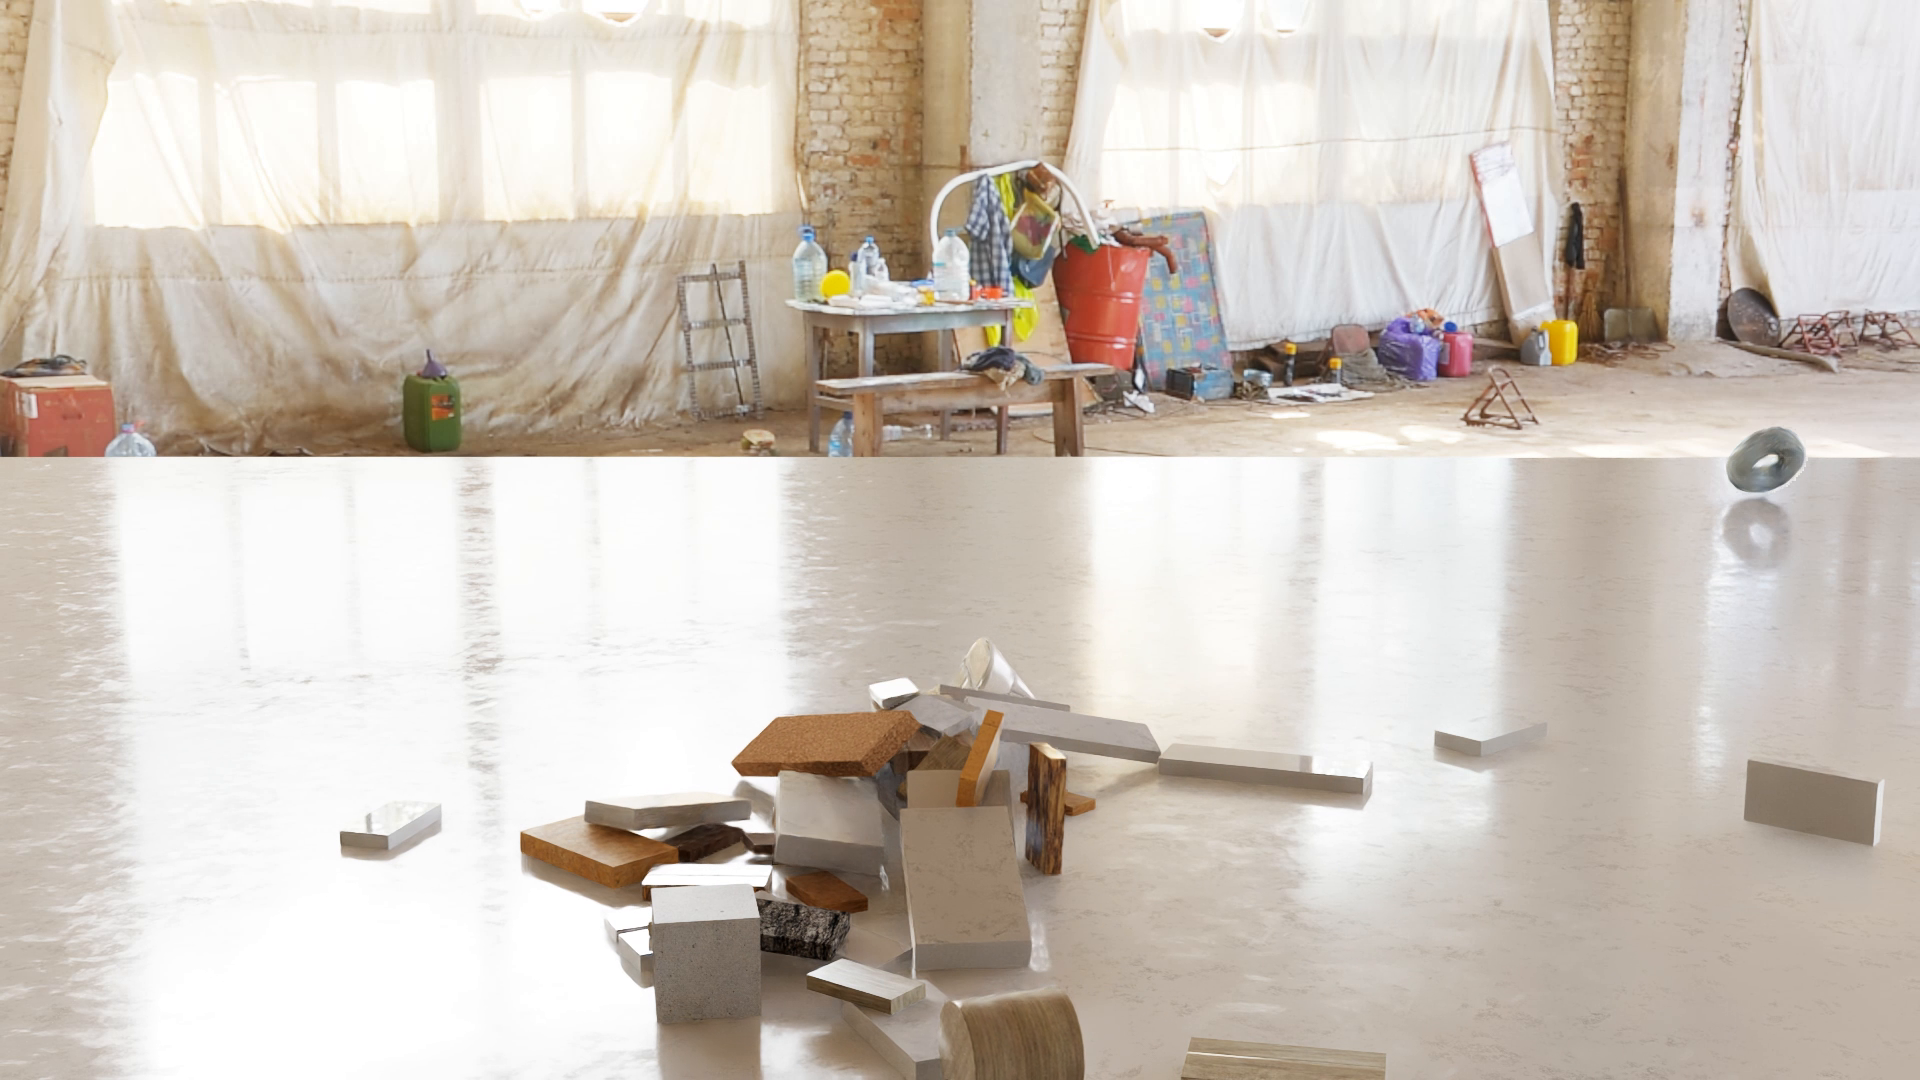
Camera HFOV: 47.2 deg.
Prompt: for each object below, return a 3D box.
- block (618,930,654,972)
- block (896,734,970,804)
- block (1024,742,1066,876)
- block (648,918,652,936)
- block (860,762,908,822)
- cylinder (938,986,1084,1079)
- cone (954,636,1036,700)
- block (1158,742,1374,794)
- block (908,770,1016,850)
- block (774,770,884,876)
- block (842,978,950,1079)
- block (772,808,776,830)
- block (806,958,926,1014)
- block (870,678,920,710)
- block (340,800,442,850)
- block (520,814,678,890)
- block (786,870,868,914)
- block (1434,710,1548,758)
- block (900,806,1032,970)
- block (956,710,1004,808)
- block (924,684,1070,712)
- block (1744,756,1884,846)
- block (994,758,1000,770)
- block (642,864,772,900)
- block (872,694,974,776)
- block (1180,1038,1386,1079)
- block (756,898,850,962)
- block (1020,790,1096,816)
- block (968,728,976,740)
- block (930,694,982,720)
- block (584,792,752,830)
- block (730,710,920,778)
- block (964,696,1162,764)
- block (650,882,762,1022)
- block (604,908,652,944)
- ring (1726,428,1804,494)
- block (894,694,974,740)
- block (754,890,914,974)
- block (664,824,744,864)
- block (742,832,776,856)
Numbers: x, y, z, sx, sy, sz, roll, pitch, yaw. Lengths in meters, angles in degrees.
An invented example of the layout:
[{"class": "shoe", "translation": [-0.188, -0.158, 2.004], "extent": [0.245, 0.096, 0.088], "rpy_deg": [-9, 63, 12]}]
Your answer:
[{"class": "block", "translation": [-0.420, 0.624, 3.411], "extent": [0.194, 0.028, 0.097], "rpy_deg": [-6, 12, -27]}, {"class": "block", "translation": [-0.040, 0.420, 3.915], "extent": [0.075, 0.021, 0.149], "rpy_deg": [32, 56, 16]}, {"class": "block", "translation": [0.147, 0.462, 3.788], "extent": [0.029, 0.206, 0.103], "rpy_deg": [-1, 10, -18]}, {"class": "block", "translation": [-0.435, 0.589, 3.466], "extent": [0.078, 0.022, 0.156], "rpy_deg": [-1, 8, 6]}, {"class": "block", "translation": [-0.115, 0.423, 4.178], "extent": [0.154, 0.044, 0.309], "rpy_deg": [-13, 27, -23]}, {"class": "cylinder", "translation": [0.065, 0.665, 2.861], "extent": [0.148, 0.148, 0.148], "rpy_deg": [-4, 11, -19]}, {"class": "cone", "translation": [0.101, 0.329, 4.852], "extent": [0.178, 0.178, 0.178], "rpy_deg": [25, 3, -17]}, {"class": "block", "translation": [0.602, 0.449, 4.336], "extent": [0.405, 0.033, 0.117], "rpy_deg": [4, 11, 19]}, {"class": "block", "translation": [0.002, 0.508, 3.668], "extent": [0.177, 0.050, 0.354], "rpy_deg": [0, 30, -2]}, {"class": "block", "translation": [-0.231, 0.488, 3.830], "extent": [0.177, 0.050, 0.354], "rpy_deg": [8, 11, -6]}, {"class": "block", "translation": [-0.055, 0.684, 3.062], "extent": [0.130, 0.037, 0.261], "rpy_deg": [-5, 12, -25]}, {"class": "block", "translation": [-0.266, 0.519, 3.848], "extent": [0.097, 0.028, 0.194], "rpy_deg": [7, 11, -14]}, {"class": "block", "translation": [-0.135, 0.638, 3.147], "extent": [0.156, 0.022, 0.078], "rpy_deg": [8, 13, 37]}, {"class": "block", "translation": [-0.125, 0.294, 4.217], "extent": [0.075, 0.021, 0.149], "rpy_deg": [-12, 8, -10]}, {"class": "block", "translation": [-1.032, 0.516, 3.994], "extent": [0.097, 0.028, 0.194], "rpy_deg": [3, 11, 15]}, {"class": "block", "translation": [-0.630, 0.540, 3.829], "extent": [0.275, 0.039, 0.137], "rpy_deg": [10, 15, 44]}, {"class": "block", "translation": [-0.221, 0.585, 3.636], "extent": [0.077, 0.022, 0.154], "rpy_deg": [-6, 12, -29]}, {"class": "block", "translation": [1.107, 0.403, 4.585], "extent": [0.233, 0.033, 0.117], "rpy_deg": [-9, 14, -41]}, {"class": "block", "translation": [0.004, 0.546, 3.485], "extent": [0.177, 0.050, 0.354], "rpy_deg": [-1, 28, -5]}, {"class": "block", "translation": [0.032, 0.387, 3.722], "extent": [0.029, 0.103, 0.206], "rpy_deg": [13, 31, 8]}, {"class": "block", "translation": [0.063, 0.352, 4.490], "extent": [0.290, 0.041, 0.145], "rpy_deg": [11, -21, -21]}, {"class": "block", "translation": [1.546, 0.472, 3.987], "extent": [0.233, 0.117, 0.033], "rpy_deg": [9, 14, 39]}, {"class": "block", "translation": [-0.001, 0.473, 3.964], "extent": [0.154, 0.044, 0.309], "rpy_deg": [-2, 25, -2]}, {"class": "block", "translation": [-0.421, 0.574, 3.678], "extent": [0.203, 0.029, 0.102], "rpy_deg": [0, 11, 3]}, {"class": "block", "translation": [-0.069, 0.362, 4.112], "extent": [0.154, 0.044, 0.309], "rpy_deg": [-4, 14, -9]}, {"class": "block", "translation": [0.429, 0.712, 2.910], "extent": [0.261, 0.037, 0.131], "rpy_deg": [2, 11, 12]}, {"class": "block", "translation": [-0.279, 0.588, 3.340], "extent": [0.203, 0.029, 0.102], "rpy_deg": [6, 20, 12]}, {"class": "block", "translation": [0.184, 0.492, 4.147], "extent": [0.131, 0.019, 0.066], "rpy_deg": [10, 14, 42]}, {"class": "block", "translation": [-0.003, 0.421, 4.285], "extent": [0.145, 0.041, 0.290], "rpy_deg": [1, 24, 3]}, {"class": "block", "translation": [-0.027, 0.321, 4.146], "extent": [0.131, 0.019, 0.066], "rpy_deg": [12, 19, 43]}, {"class": "block", "translation": [-0.524, 0.487, 3.962], "extent": [0.137, 0.039, 0.275], "rpy_deg": [2, 0, 42]}, {"class": "block", "translation": [-0.261, 0.387, 4.143], "extent": [0.137, 0.039, 0.507], "rpy_deg": [-45, 19, -28]}, {"class": "block", "translation": [0.204, 0.380, 4.388], "extent": [0.400, 0.029, 0.103], "rpy_deg": [10, 26, -20]}, {"class": "block", "translation": [-0.371, 0.600, 3.208], "extent": [0.149, 0.149, 0.149], "rpy_deg": [-2, 11, -10]}, {"class": "block", "translation": [-0.483, 0.609, 3.508], "extent": [0.154, 0.022, 0.077], "rpy_deg": [-5, 11, -24]}, {"class": "ring", "translation": [2.785, -0.275, 7.602], "extent": [0.275, 0.275, 0.092], "rpy_deg": [-2, 44, -11]}, {"class": "block", "translation": [-0.050, 0.328, 4.071], "extent": [0.075, 0.021, 0.149], "rpy_deg": [-26, 27, -31]}, {"class": "block", "translation": [-0.223, 0.610, 3.385], "extent": [0.295, 0.029, 0.102], "rpy_deg": [15, 17, 31]}, {"class": "block", "translation": [-0.460, 0.536, 3.901], "extent": [0.077, 0.022, 0.154], "rpy_deg": [6, 12, 31]}, {"class": "block", "translation": [-0.310, 0.534, 3.875], "extent": [0.131, 0.019, 0.066], "rpy_deg": [2, 11, -24]}]
